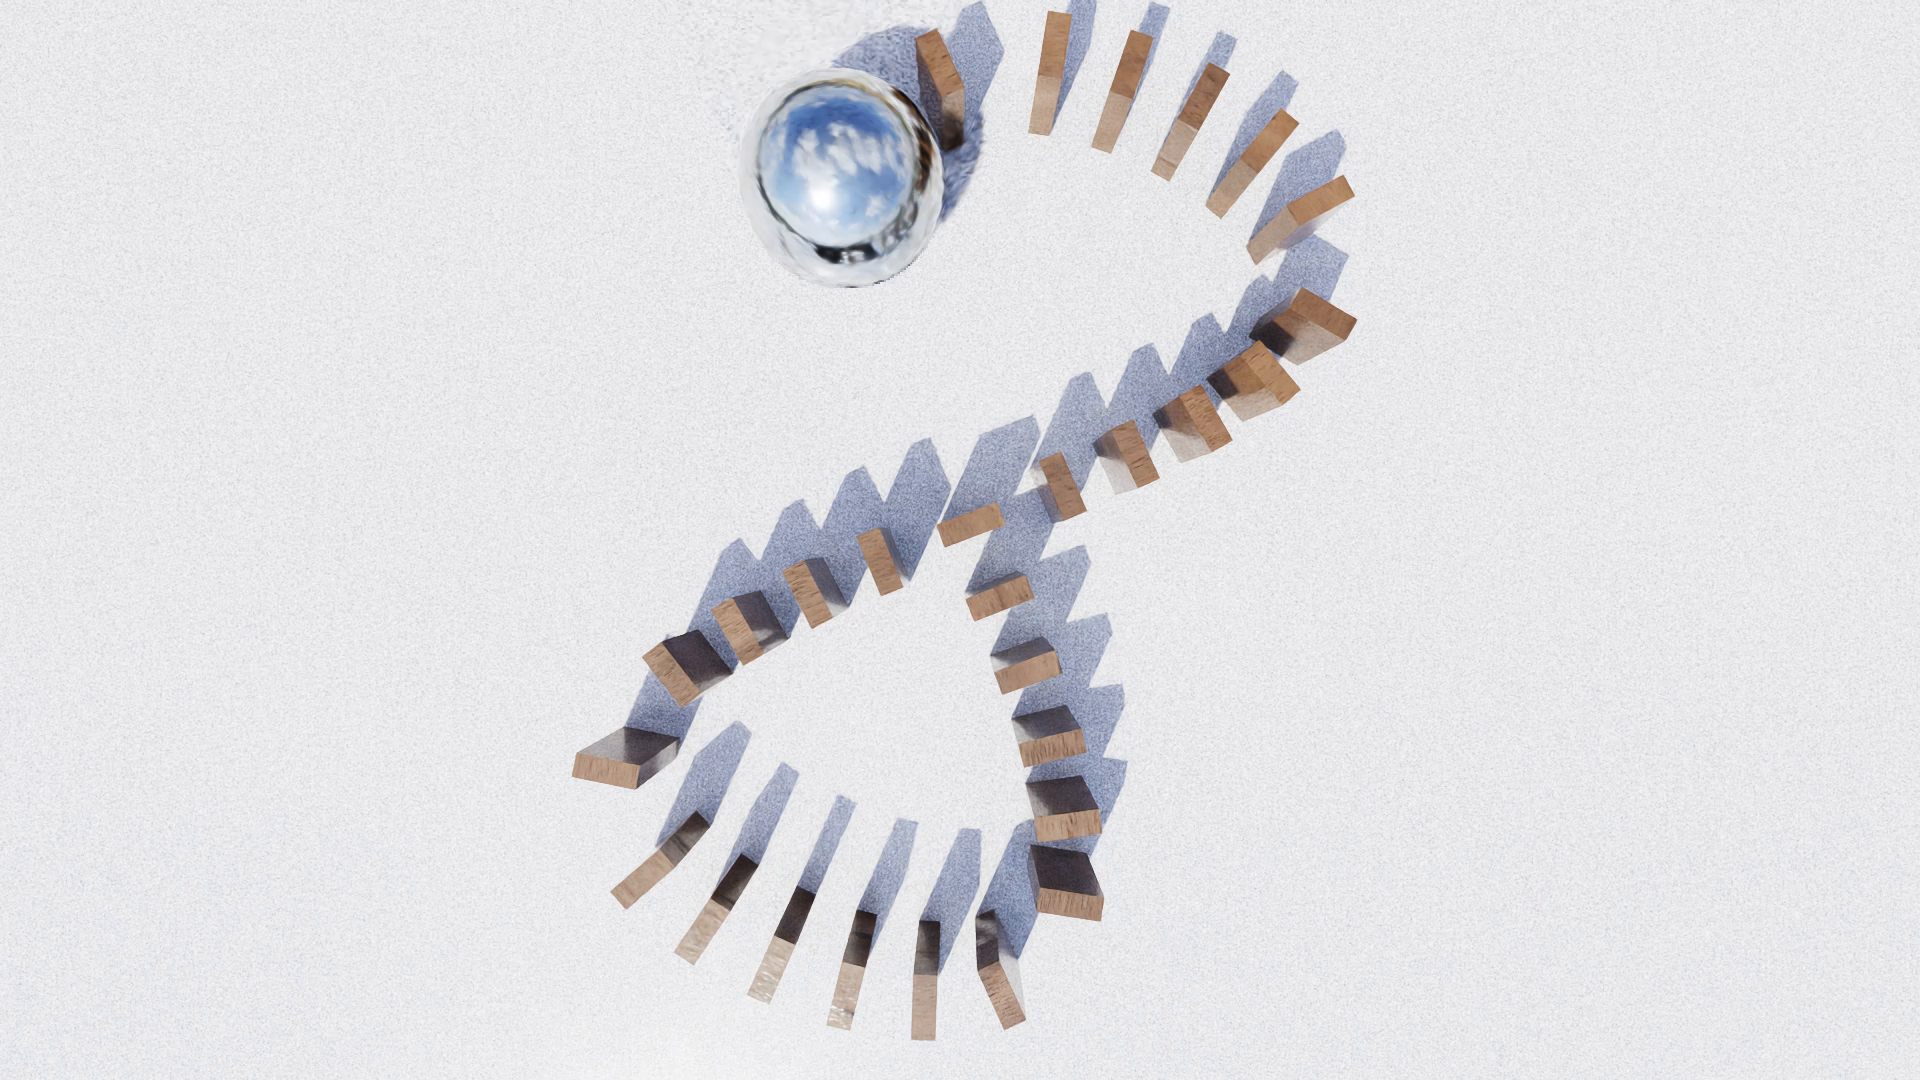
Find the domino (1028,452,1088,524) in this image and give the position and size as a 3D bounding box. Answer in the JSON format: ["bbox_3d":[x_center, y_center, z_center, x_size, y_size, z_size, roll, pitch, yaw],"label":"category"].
[{"bbox_3d":[0.039,-0.021,0.375,0.009,0.050,0.025,-24,90,0],"label":"domino"}]

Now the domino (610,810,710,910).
[{"bbox_3d":[-0.121,0.130,0.375,0.025,0.050,0.010,-41,90,0],"label":"domino"}]

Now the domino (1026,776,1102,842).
[{"bbox_3d":[0.041,0.109,0.375,0.025,0.050,0.009,-8,90,0],"label":"domino"}]

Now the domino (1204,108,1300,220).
[{"bbox_3d":[0.118,-0.153,0.375,0.010,0.050,0.025,40,90,0],"label":"domino"}]

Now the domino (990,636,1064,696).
[{"bbox_3d":[0.026,0.051,0.375,0.025,0.050,0.010,-20,90,0],"label":"domino"}]

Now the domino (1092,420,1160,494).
[{"bbox_3d":[0.067,-0.033,0.375,0.010,0.050,0.025,-25,90,0],"label":"domino"}]

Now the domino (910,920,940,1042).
[{"bbox_3d":[-0.014,0.179,0.375,0.009,0.050,0.025,2,90,0],"label":"domino"}]

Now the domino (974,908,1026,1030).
[{"bbox_3d":[0.016,0.174,0.375,0.010,0.050,0.025,-25,90,0],"label":"domino"}]

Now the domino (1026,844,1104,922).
[{"bbox_3d":[0.042,0.139,0.375,0.025,0.050,0.009,9,90,0],"label":"domino"}]

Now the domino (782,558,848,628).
[{"bbox_3d":[-0.058,0.021,0.375,0.010,0.050,0.025,-27,90,0],"label":"domino"}]

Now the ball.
[{"bbox_3d":[-0.046,-0.141,0.360,0.080,0.080,0.080,0,90,0],"label":"ball"}]

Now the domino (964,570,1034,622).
[{"bbox_3d":[0.015,0.022,0.375,0.025,0.050,0.010,-22,90,0],"label":"domino"}]

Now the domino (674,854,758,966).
[{"bbox_3d":[-0.099,0.150,0.375,0.010,0.050,0.025,34,90,0],"label":"domino"}]

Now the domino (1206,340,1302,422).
[{"bbox_3d":[0.119,-0.064,0.375,0.009,0.050,0.025,-40,90,0],"label":"domino"}]

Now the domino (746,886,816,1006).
[{"bbox_3d":[-0.072,0.164,0.375,0.009,0.050,0.025,24,90,0],"label":"domino"}]

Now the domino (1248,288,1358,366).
[{"bbox_3d":[0.139,-0.086,0.375,0.025,0.050,0.009,30,90,0],"label":"domino"}]

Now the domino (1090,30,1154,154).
[{"bbox_3d":[0.066,-0.182,0.375,0.010,0.050,0.025,19,90,0],"label":"domino"}]

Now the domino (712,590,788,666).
[{"bbox_3d":[-0.085,0.035,0.375,0.010,0.050,0.025,-30,90,0],"label":"domino"}]

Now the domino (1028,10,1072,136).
[{"bbox_3d":[0.036,-0.189,0.375,0.009,0.050,0.025,9,90,0],"label":"domino"}]

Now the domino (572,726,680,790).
[{"bbox_3d":[-0.135,0.088,0.375,0.025,0.050,0.009,11,90,0],"label":"domino"}]

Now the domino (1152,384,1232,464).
[{"bbox_3d":[0.094,-0.047,0.375,0.010,0.050,0.025,-30,90,0],"label":"domino"}]

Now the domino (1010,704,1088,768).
[{"bbox_3d":[0.035,0.079,0.375,0.025,0.050,0.010,-14,90,0],"label":"domino"}]

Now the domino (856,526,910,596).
[{"bbox_3d":[-0.031,0.008,0.375,0.009,0.050,0.025,-22,90,0],"label":"domino"}]

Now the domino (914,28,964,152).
[{"bbox_3d":[-0.008,-0.182,0.375,0.009,0.050,0.025,-25,90,0],"label":"domino"}]

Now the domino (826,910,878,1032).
[{"bbox_3d":[-0.044,0.174,0.375,0.009,0.050,0.025,14,90,0],"label":"domino"}]

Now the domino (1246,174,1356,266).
[{"bbox_3d":[0.138,-0.130,0.375,0.025,0.050,0.009,-28,90,0],"label":"domino"}]

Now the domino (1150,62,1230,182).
[{"bbox_3d":[0.093,-0.170,0.375,0.009,0.050,0.025,29,90,0],"label":"domino"}]

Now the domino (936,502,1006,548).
[{"bbox_3d":[0.004,-0.006,0.375,0.025,0.050,0.009,-20,90,0],"label":"domino"}]

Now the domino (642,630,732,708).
[{"bbox_3d":[-0.110,0.052,0.375,0.009,0.050,0.025,-38,90,0],"label":"domino"}]
